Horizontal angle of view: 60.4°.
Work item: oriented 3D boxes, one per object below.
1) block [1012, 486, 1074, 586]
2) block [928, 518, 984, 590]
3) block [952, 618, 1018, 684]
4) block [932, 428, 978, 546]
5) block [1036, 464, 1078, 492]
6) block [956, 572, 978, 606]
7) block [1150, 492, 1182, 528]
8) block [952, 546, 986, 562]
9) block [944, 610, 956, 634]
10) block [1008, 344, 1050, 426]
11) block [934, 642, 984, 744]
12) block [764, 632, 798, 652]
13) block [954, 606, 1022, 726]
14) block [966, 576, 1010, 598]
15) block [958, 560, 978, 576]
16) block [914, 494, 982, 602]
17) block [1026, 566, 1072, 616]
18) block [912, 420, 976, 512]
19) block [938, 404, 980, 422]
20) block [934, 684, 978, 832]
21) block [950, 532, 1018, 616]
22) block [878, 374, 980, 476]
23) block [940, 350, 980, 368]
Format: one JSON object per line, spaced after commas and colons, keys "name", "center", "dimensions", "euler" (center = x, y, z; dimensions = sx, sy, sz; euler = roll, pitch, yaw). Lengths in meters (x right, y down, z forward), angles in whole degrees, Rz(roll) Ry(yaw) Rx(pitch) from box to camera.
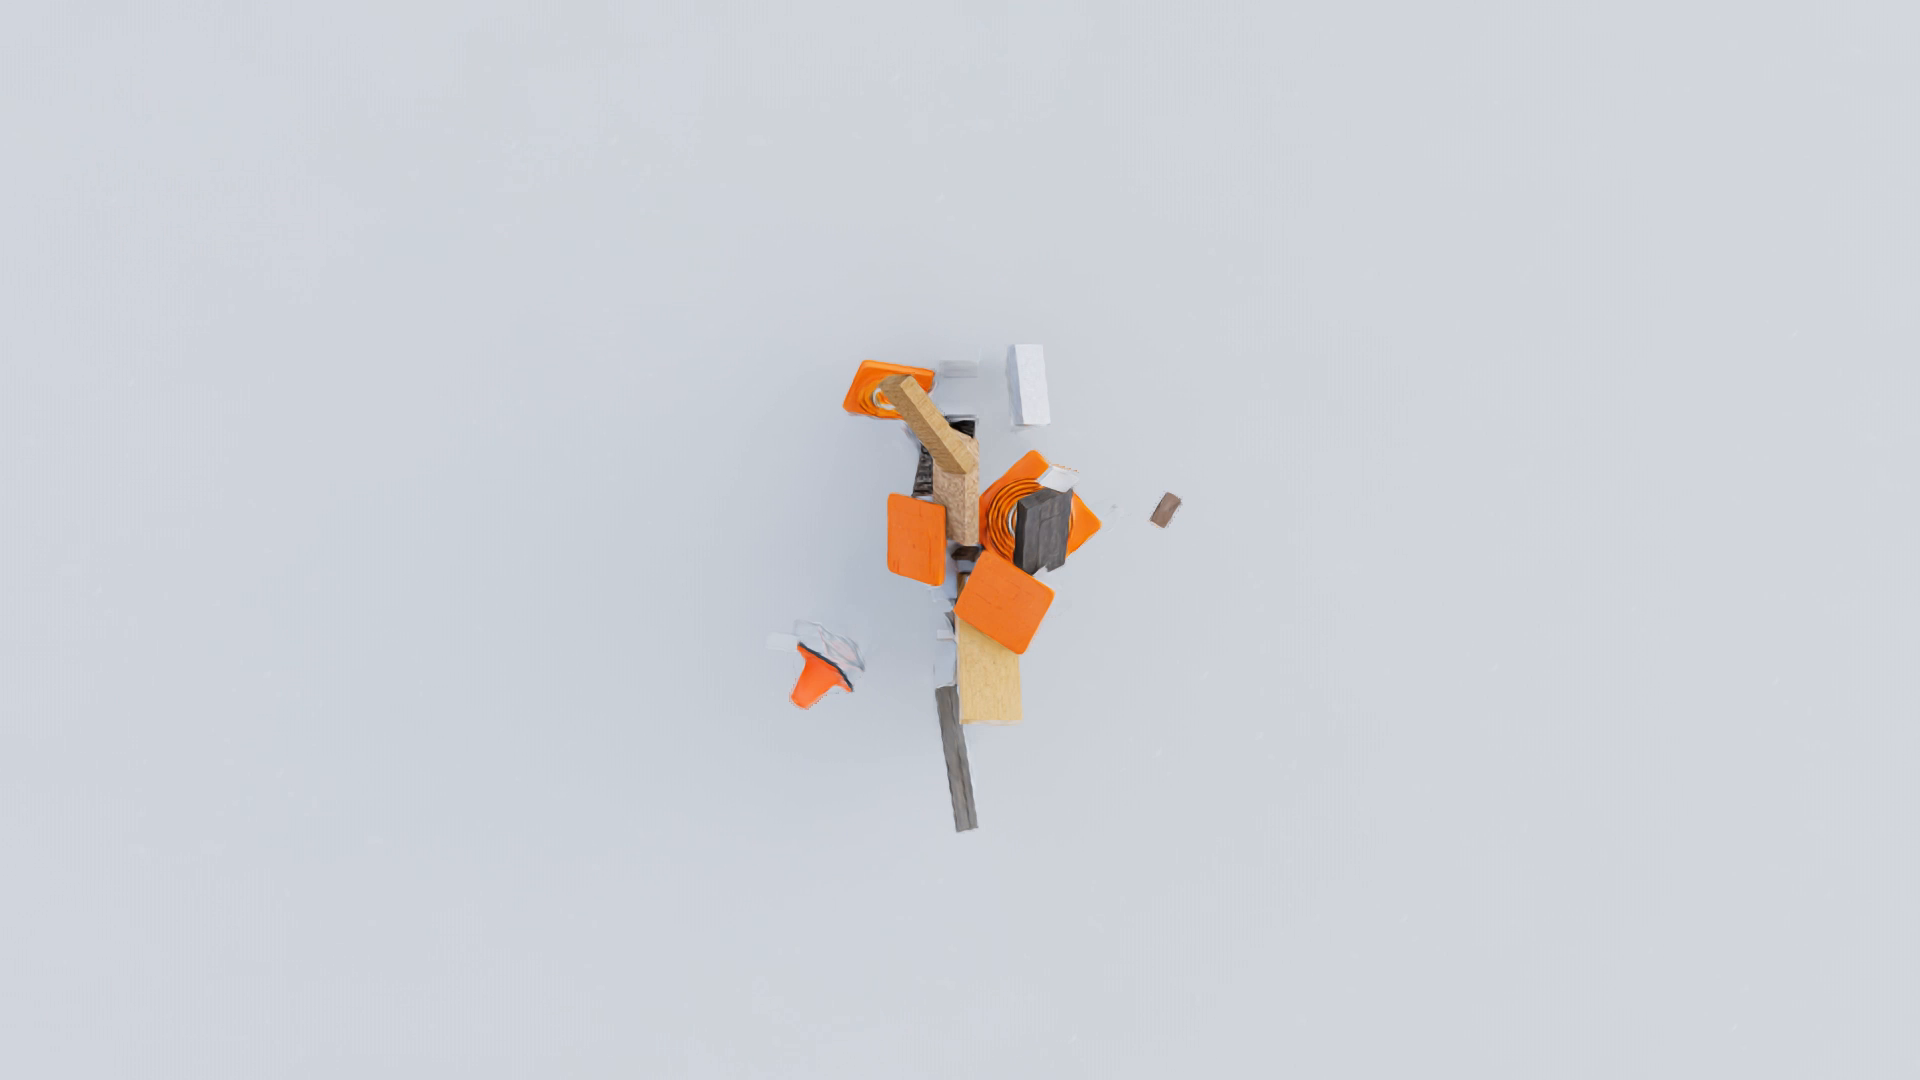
{"name": "block", "center": [0.240, -0.020, 4.832], "dimensions": [0.162, 0.323, 0.046], "euler": [-25, 52, -23]}
{"name": "block", "center": [-0.012, 0.041, 5.177], "dimensions": [0.160, 0.320, 0.045], "euler": [2, 127, 2]}
{"name": "block", "center": [0.080, 0.339, 5.065], "dimensions": [0.178, 0.355, 0.050], "euler": [15, 121, -4]}
{"name": "block", "center": [-0.014, -0.159, 4.823], "dimensions": [0.046, 0.162, 0.323], "euler": [-18, 119, -33]}
{"name": "block", "center": [0.268, -0.167, 4.517], "dimensions": [0.060, 0.120, 0.017], "euler": [-47, 54, 22]}
{"name": "block", "center": [0.022, 0.154, 4.958], "dimensions": [0.060, 0.017, 0.120], "euler": [-1, 111, 5]}
{"name": "block", "center": [0.582, -0.085, 4.678], "dimensions": [0.049, 0.014, 0.097], "euler": [32, 93, -17]}
{"name": "block", "center": [0.024, 0.040, 4.922], "dimensions": [0.049, 0.097, 0.014], "euler": [-47, 123, -31]}
{"name": "block", "center": [0.019, 0.259, 5.380], "dimensions": [0.114, 0.229, 0.032], "euler": [-12, 98, -5]}
{"name": "block", "center": [0.224, -0.503, 5.352], "dimensions": [0.037, 0.129, 0.258], "euler": [-7, 89, 45]}
{"name": "block", "center": [-0.003, 0.476, 5.164], "dimensions": [0.157, 0.044, 0.314], "euler": [0, 90, 0]}
{"name": "block", "center": [-0.550, 0.314, 5.087], "dimensions": [0.097, 0.014, 0.049], "euler": [9, 70, -6]}
{"name": "block", "center": [0.084, 0.372, 4.889], "dimensions": [0.178, 0.050, 0.356], "euler": [2, 65, -10]}
{"name": "block", "center": [0.083, 0.138, 4.902], "dimensions": [0.136, 0.019, 0.068], "euler": [0, 129, 1]}
{"name": "block", "center": [0.025, 0.100, 4.973], "dimensions": [0.060, 0.017, 0.120], "euler": [-2, 95, 5]}
{"name": "block", "center": [-0.032, 0.015, 5.000], "dimensions": [0.160, 0.045, 0.320], "euler": [-10, 95, 5]}
{"name": "block", "center": [0.263, 0.153, 4.892], "dimensions": [0.068, 0.019, 0.136], "euler": [-37, 89, -2]}
{"name": "block", "center": [-0.049, -0.239, 5.253], "dimensions": [0.160, 0.528, 0.045], "euler": [-2, 120, 6]}
{"name": "block", "center": [-0.004, -0.416, 5.369], "dimensions": [0.129, 0.258, 0.037], "euler": [-1, 90, 1]}
{"name": "block", "center": [-0.011, 0.672, 5.077], "dimensions": [0.068, 0.019, 0.444], "euler": [-7, 86, -25]}
{"name": "block", "center": [0.031, 0.096, 5.188], "dimensions": [0.178, 0.472, 0.050], "euler": [-9, 128, -11]}
{"name": "block", "center": [-0.088, -0.322, 4.610], "dimensions": [0.046, 0.162, 0.323], "euler": [-43, 110, -15]}
{"name": "block", "center": [-0.001, -0.589, 5.371], "dimensions": [0.129, 0.258, 0.037], "euler": [0, 90, 0]}
